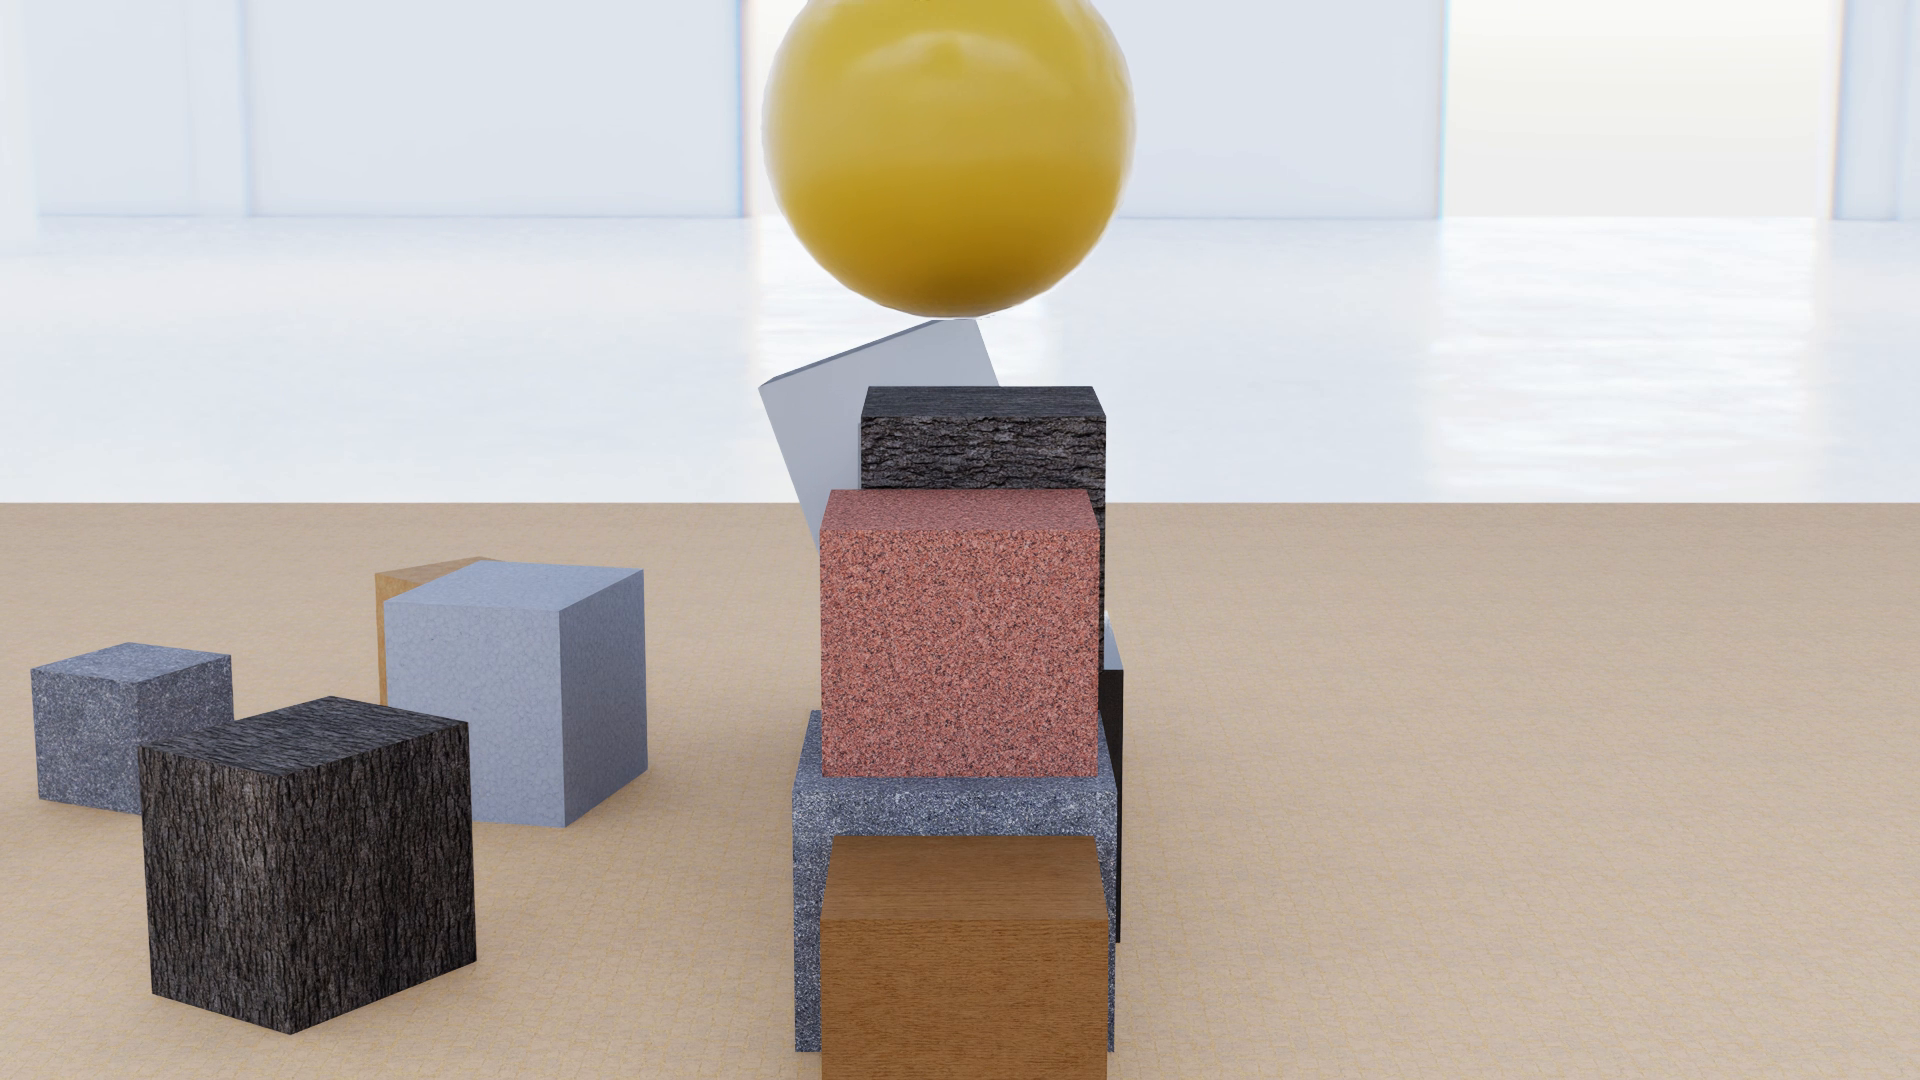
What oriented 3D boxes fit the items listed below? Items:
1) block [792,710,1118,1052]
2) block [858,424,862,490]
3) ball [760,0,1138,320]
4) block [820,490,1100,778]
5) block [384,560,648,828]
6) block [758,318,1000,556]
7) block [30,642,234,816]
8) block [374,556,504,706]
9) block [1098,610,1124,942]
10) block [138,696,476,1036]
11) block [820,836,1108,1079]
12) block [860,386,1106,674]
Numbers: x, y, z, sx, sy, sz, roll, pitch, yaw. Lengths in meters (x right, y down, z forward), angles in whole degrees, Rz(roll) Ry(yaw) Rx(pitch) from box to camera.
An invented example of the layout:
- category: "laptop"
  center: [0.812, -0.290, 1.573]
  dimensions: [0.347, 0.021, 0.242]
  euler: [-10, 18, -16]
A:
- category: "block"
  center: [-0.018, 1.273, 9.824]
  dimensions: [1.160, 0.981, 1.188]
  euler: [0, 10, 0]
- category: "block"
  center: [0.028, -0.077, 11.657]
  dimensions: [0.949, 0.814, 0.901]
  euler: [0, -4, 0]
- category: "ball"
  center: [-0.045, -1.738, 10.864]
  dimensions: [1.600, 1.600, 1.600]
  euler: [0, 10, 0]
- category: "block"
  center: [-0.003, 0.332, 9.705]
  dimensions: [1.001, 0.913, 0.915]
  euler: [0, 10, 0]
- category: "block"
  center: [-2.160, 0.731, 12.623]
  dimensions: [0.892, 1.045, 1.071]
  euler: [3, 11, 14]
- category: "block"
  center: [-0.253, -0.414, 12.666]
  dimensions: [1.076, 1.165, 1.050]
  euler: [-20, 6, 2]
- category: "block"
  center: [-4.070, 0.921, 12.669]
  dimensions: [0.669, 0.656, 0.661]
  euler: [5, 11, 25]
- category: "block"
  center: [-2.651, 0.594, 13.967]
  dimensions: [0.781, 0.835, 0.694]
  euler: [10, 14, 43]
- category: "block"
  center: [0.074, 0.982, 10.958]
  dimensions: [1.163, 1.148, 1.144]
  euler: [0, 10, 0]
- category: "block"
  center: [-2.530, 1.235, 10.011]
  dimensions: [0.780, 0.987, 0.970]
  euler: [7, 12, 33]
- category: "block"
  center: [0.014, 1.543, 8.791]
  dimensions: [0.929, 0.820, 0.925]
  euler: [0, 10, 0]
- category: "block"
  center: [0.090, -0.063, 10.606]
  dimensions: [0.961, 1.033, 0.998]
  euler: [0, 10, 0]
